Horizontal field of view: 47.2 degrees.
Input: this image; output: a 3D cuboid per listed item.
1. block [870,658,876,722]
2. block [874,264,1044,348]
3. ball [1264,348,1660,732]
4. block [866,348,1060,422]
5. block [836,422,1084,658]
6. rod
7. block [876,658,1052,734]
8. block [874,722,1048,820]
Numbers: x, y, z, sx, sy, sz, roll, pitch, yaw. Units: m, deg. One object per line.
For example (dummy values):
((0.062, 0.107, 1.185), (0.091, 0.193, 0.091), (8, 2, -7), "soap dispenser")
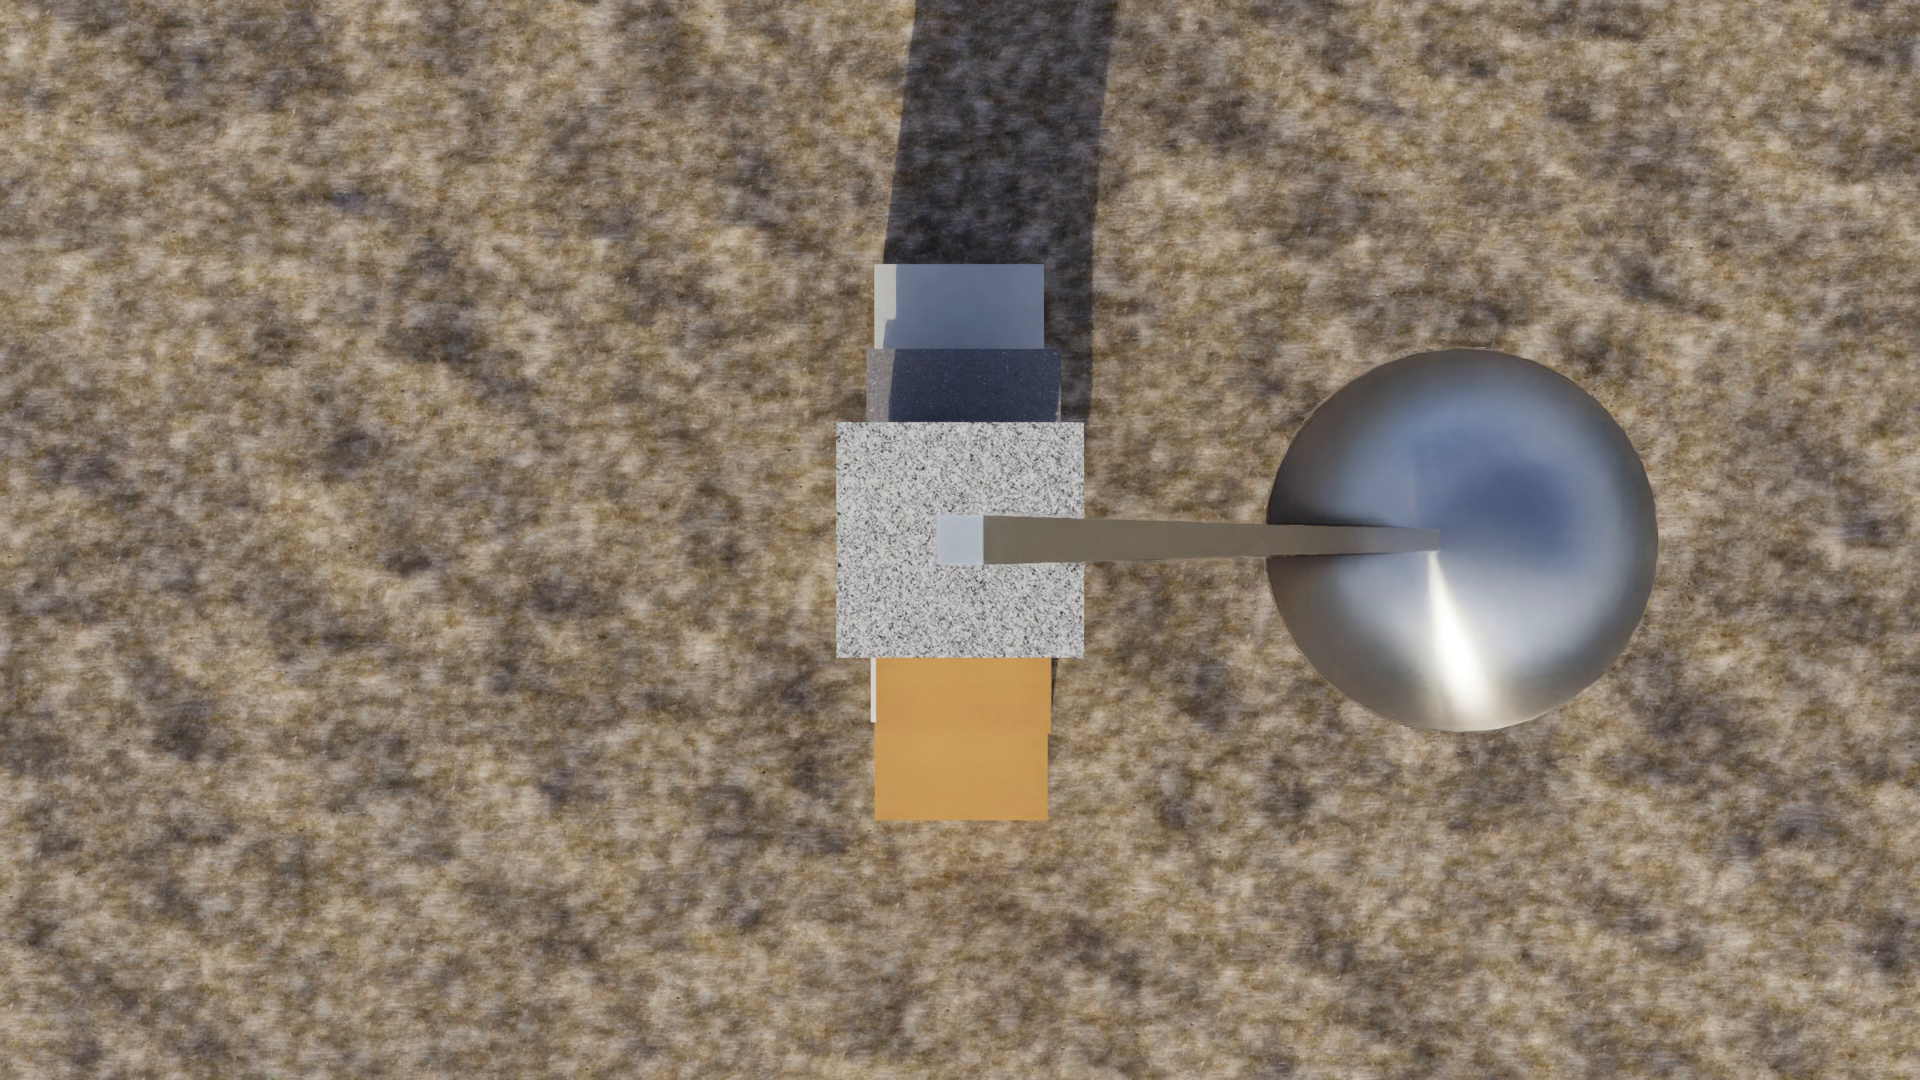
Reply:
((-0.020, 0.442, 11.409), (0.846, 0.926, 0.928), (0, 90, 0), "block")
((-0.004, -1.056, 12.575), (0.936, 0.851, 0.936), (0, 90, 0), "block")
((2.074, 0.000, 9.166), (1.600, 1.600, 1.600), (0, 90, 0), "ball")
((0.017, -0.458, 10.635), (0.908, 0.731, 0.871), (0, 90, 0), "block")
((0.001, 0.000, 7.615), (0.814, 0.777, 0.774), (0, 90, 0), "block")
((0.899, 0.000, 5.975), (0.080, 5.200, 0.080), (0, 90, 20), "rod")
((0.017, 0.440, 10.554), (0.809, 0.786, 0.906), (0, 90, 0), "block")
((0.006, 1.045, 12.478), (0.940, 1.043, 0.957), (0, 90, 0), "block")
